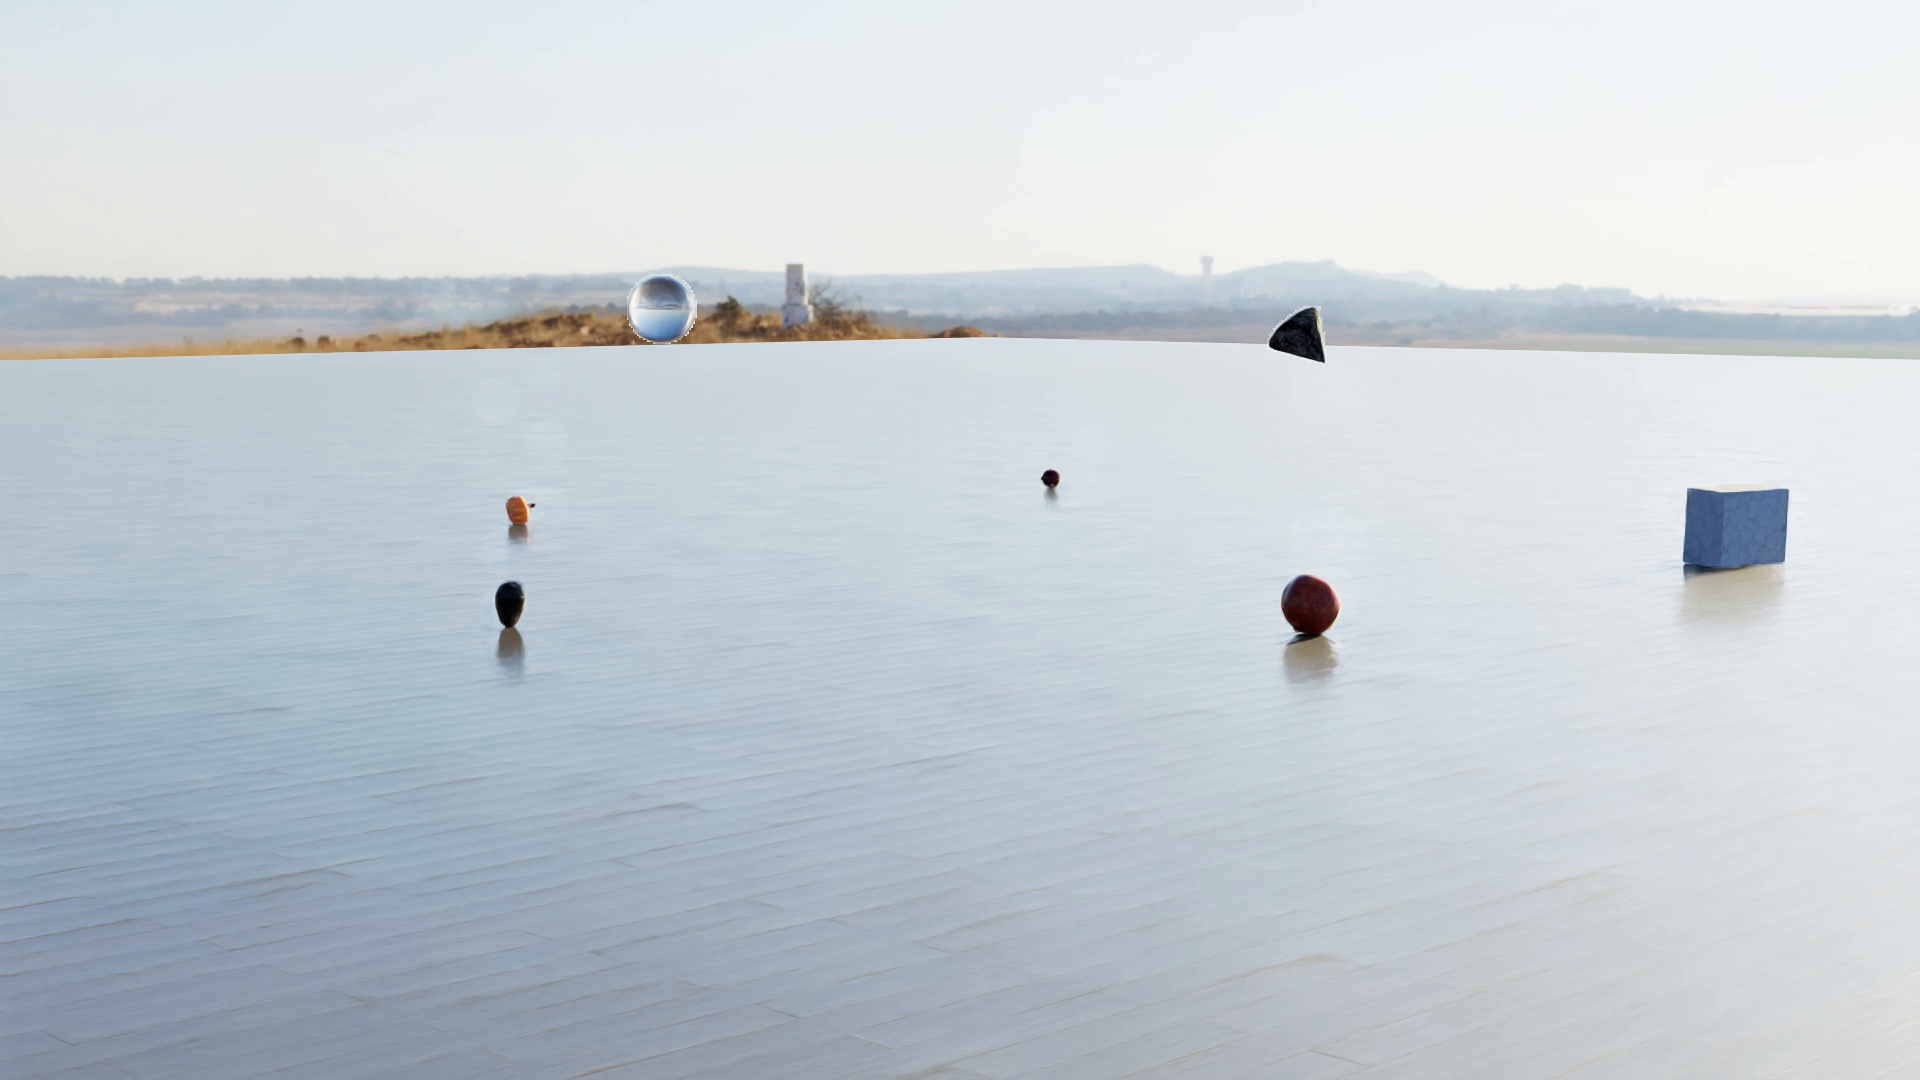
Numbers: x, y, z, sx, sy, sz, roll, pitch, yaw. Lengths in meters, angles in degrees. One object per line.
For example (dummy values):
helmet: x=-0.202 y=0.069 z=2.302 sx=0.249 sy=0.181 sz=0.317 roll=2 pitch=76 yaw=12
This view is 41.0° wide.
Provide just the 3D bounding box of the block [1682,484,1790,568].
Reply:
block: x=1.777 y=-0.034 z=5.875 sx=0.213 sy=0.173 sz=0.112 roll=-4 pitch=9 yaw=-32

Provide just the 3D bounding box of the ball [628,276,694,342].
ball: x=-0.867 y=-0.672 z=7.458 sx=0.193 sy=0.193 sz=0.193 roll=0 pitch=6 yaw=0

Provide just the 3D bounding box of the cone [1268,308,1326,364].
cone: x=0.937 y=-0.520 z=6.873 sx=0.163 sy=0.167 sz=0.088 roll=55 pitch=4 yaw=39
